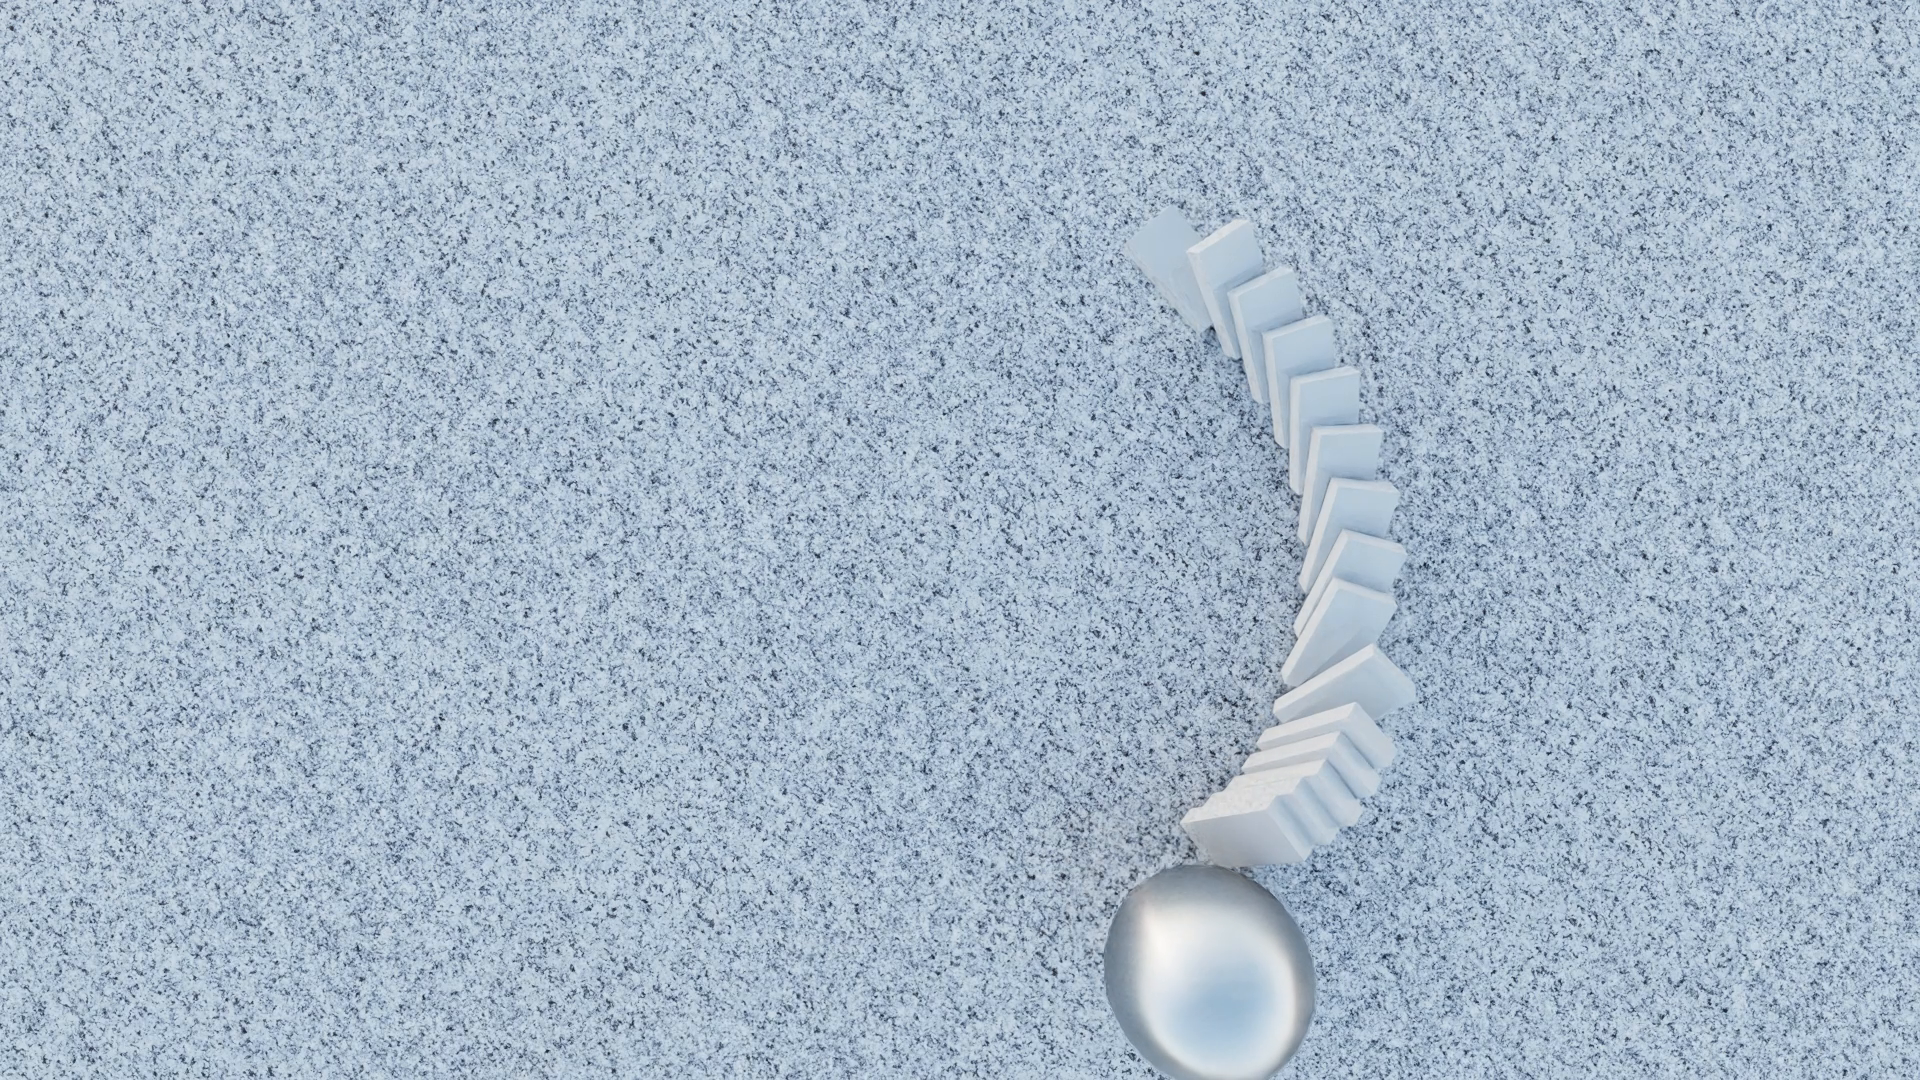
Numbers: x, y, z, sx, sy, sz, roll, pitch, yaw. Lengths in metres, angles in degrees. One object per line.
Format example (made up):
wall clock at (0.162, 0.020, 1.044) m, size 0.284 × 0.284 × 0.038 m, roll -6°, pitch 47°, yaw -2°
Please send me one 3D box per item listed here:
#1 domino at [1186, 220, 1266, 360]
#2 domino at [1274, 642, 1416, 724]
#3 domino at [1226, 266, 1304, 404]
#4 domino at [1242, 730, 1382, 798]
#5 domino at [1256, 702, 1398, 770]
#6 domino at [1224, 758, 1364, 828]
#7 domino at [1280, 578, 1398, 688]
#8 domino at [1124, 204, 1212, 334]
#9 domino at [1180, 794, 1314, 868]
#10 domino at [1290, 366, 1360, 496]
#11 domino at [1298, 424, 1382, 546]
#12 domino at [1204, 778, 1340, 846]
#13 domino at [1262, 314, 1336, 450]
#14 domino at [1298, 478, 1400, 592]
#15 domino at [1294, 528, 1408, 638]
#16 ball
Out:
domino at (0.116, -0.104, 0.383) m, size 0.025 × 0.009 × 0.050 m, roll -33°, pitch 119°, yaw -4°
domino at (0.159, 0.066, 0.381) m, size 0.025 × 0.010 × 0.050 m, roll 44°, pitch 125°, yaw -4°
domino at (0.131, -0.085, 0.384) m, size 0.025 × 0.010 × 0.050 m, roll -25°, pitch 118°, yaw -1°
domino at (0.143, 0.096, 0.377) m, size 0.025 × 0.050 × 0.009 m, roll 50°, pitch 54°, yaw 0°
domino at (0.150, 0.085, 0.377) m, size 0.025 × 0.050 × 0.010 m, roll 49°, pitch 54°, yaw 0°
domino at (0.136, 0.107, 0.377) m, size 0.009 × 0.050 × 0.025 m, roll -37°, pitch 90°, yaw -37°
domino at (0.158, 0.042, 0.384) m, size 0.025 × 0.010 × 0.050 m, roll 18°, pitch 118°, yaw 0°
domino at (0.097, -0.116, 0.395) m, size 0.025 × 0.010 × 0.050 m, roll -41°, pitch 90°, yaw 0°
domino at (0.117, 0.121, 0.377) m, size 0.009 × 0.050 × 0.025 m, roll -37°, pitch 90°, yaw -37°
domino at (0.152, -0.045, 0.384) m, size 0.025 × 0.010 × 0.050 m, roll -11°, pitch 117°, yaw 0°
domino at (0.159, -0.023, 0.385) m, size 0.025 × 0.009 × 0.050 m, roll -3°, pitch 117°, yaw 0°
domino at (0.127, 0.114, 0.377) m, size 0.009 × 0.050 × 0.025 m, roll -37°, pitch 90°, yaw -37°
domino at (0.143, -0.066, 0.384) m, size 0.025 × 0.009 × 0.050 m, roll -18°, pitch 117°, yaw 0°
domino at (0.162, 0.000, 0.384) m, size 0.025 × 0.009 × 0.050 m, roll 6°, pitch 118°, yaw 0°
domino at (0.163, 0.022, 0.384) m, size 0.025 × 0.010 × 0.050 m, roll 15°, pitch 118°, yaw 0°
ball at (0.097, 0.170, 0.360) m, size 0.080 × 0.080 × 0.080 m, roll 0°, pitch 90°, yaw 0°
